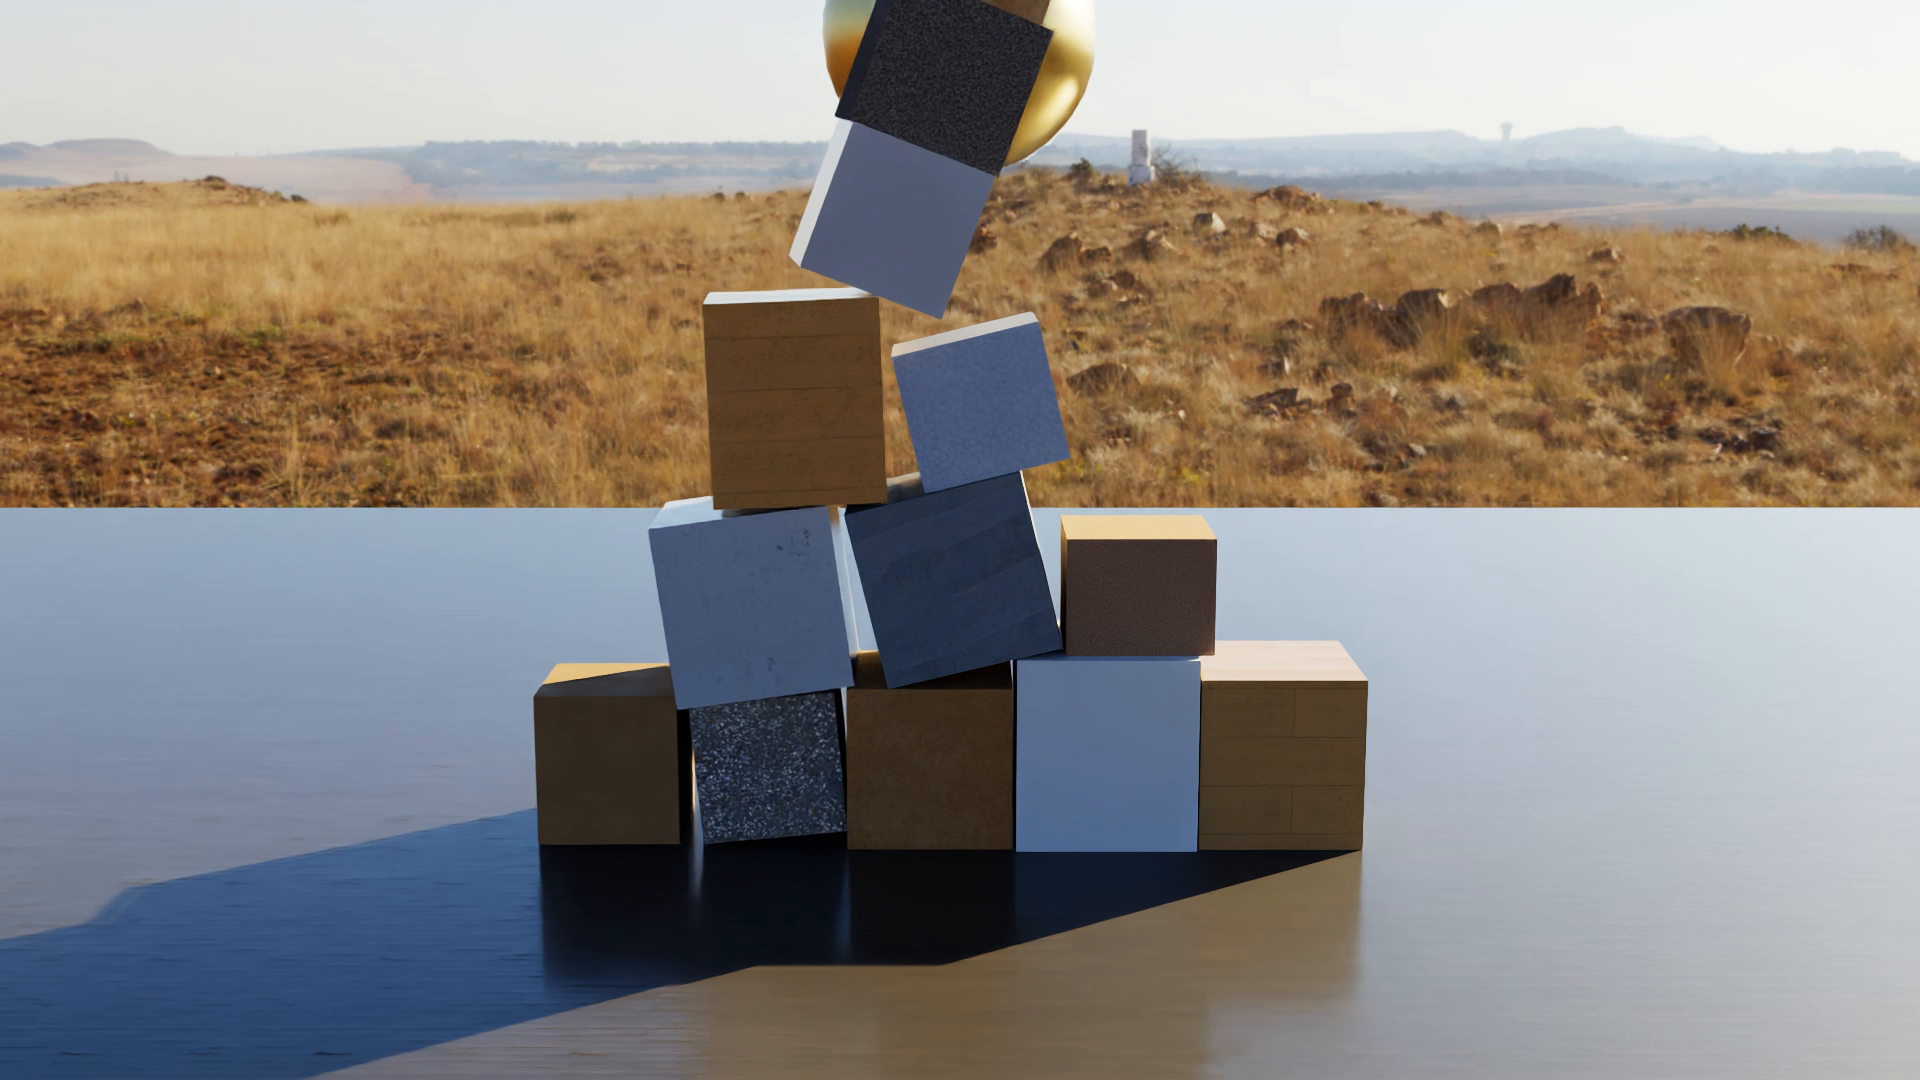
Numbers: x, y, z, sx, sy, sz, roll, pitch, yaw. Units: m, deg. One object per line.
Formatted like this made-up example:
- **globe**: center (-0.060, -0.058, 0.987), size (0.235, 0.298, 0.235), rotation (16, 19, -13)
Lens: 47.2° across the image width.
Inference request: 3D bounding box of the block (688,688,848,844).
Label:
- **block**: center (-0.970, 1.085, 11.404), size (0.731, 0.724, 0.724), rotation (-5, 10, 0)

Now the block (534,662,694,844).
- **block**: center (-1.777, 1.096, 11.393), size (0.713, 0.768, 0.716), rotation (0, 10, -1)

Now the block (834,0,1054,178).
- **block**: center (-0.093, -2.292, 10.831), size (0.776, 0.743, 0.680), rotation (19, 8, -13)

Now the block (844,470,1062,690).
- **block**: center (-0.030, 0.127, 11.220), size (0.884, 0.898, 0.891), rotation (-13, 10, 2)

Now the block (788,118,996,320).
- **block**: center (-0.352, -1.604, 10.915), size (0.734, 0.736, 0.732), rotation (19, 8, -12)

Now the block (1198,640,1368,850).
- **block**: center (1.607, 1.045, 11.377), size (0.823, 0.873, 0.874), rotation (0, 10, 0)

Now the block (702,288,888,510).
- **block**: center (-0.824, -0.729, 11.039), size (0.846, 0.999, 0.849), rotation (-3, 10, -4)

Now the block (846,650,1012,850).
- **block**: center (-0.150, 1.070, 11.369), size (0.825, 0.827, 0.841), rotation (0, 10, 0)

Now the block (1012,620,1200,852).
- **block**: center (0.734, 0.993, 11.367), size (0.905, 0.980, 0.934), rotation (0, 10, 0)

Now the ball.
- **ball**: center (0.000, -2.928, 12.756), size (1.600, 1.600, 1.600), rotation (0, 10, 0)

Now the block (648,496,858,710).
- **block**: center (-1.033, 0.263, 11.239), size (0.889, 0.921, 0.820), rotation (-8, 10, 0)

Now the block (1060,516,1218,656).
- **block**: center (0.896, 0.223, 11.217), size (0.739, 0.589, 0.702), rotation (0, 10, 0)

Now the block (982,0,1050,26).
- **block**: center (0.166, -2.925, 10.743), size (0.616, 0.631, 0.592), rotation (19, 8, -14)

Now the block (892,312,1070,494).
- **block**: center (0.098, -0.703, 11.048), size (0.736, 0.689, 0.676), rotation (-14, 10, 1)
